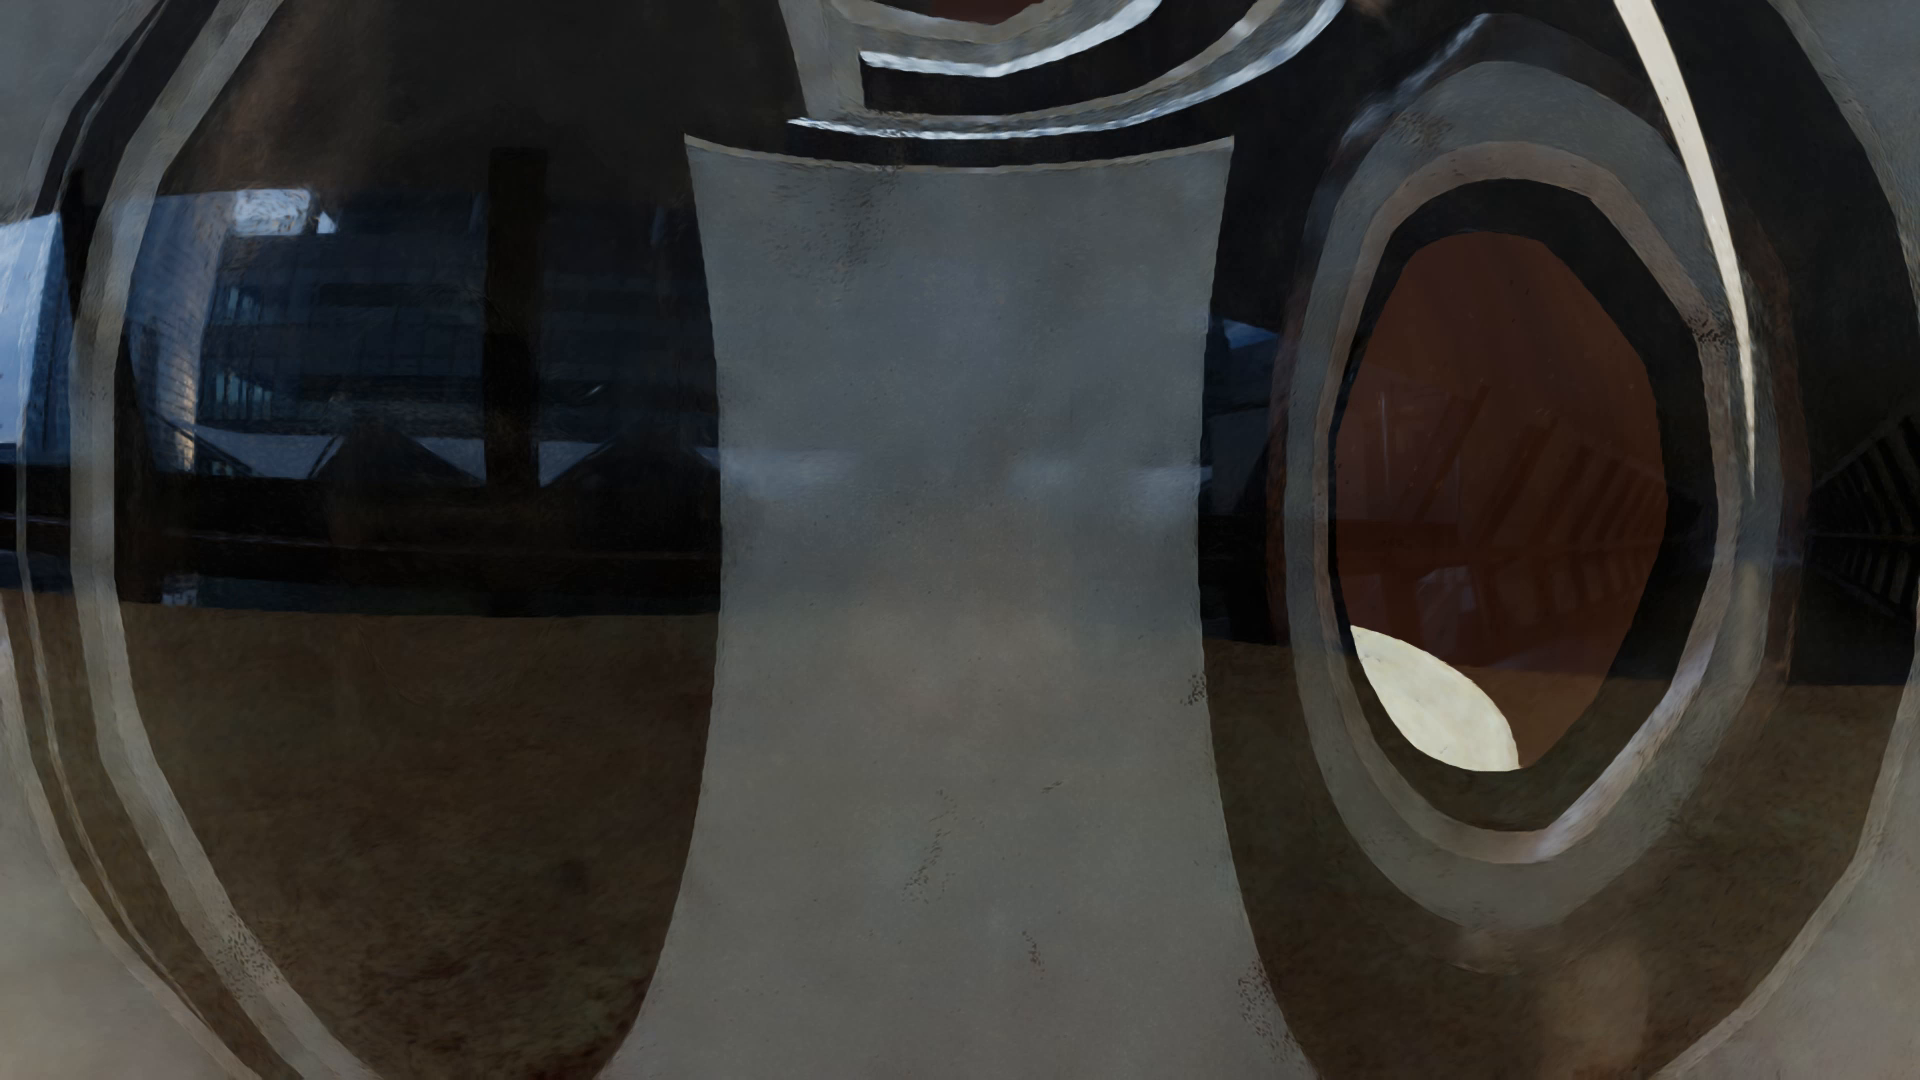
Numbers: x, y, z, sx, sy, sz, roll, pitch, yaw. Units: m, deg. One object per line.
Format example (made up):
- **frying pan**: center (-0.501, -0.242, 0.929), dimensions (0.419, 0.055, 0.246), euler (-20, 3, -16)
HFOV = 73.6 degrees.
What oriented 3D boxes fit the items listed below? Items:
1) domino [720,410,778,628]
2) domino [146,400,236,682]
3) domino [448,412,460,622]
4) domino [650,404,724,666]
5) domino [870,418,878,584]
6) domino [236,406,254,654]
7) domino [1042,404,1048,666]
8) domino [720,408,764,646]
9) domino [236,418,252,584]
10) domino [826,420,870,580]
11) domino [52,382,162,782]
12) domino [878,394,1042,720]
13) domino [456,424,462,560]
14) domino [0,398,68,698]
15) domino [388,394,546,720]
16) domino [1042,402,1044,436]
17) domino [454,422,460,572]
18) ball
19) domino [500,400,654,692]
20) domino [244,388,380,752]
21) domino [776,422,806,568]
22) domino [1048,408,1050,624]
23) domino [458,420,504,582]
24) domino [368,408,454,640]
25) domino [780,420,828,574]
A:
- **domino**: center (-0.056, -0.005, 0.300), dimensions (0.025, 0.050, 0.009), euler (0, 4, -6)
- **domino**: center (-0.146, 0.000, 0.239), dimensions (0.025, 0.050, 0.009), euler (4, 6, 41)
- **domino**: center (-0.134, -0.005, 0.306), dimensions (0.025, 0.050, 0.010), euler (-2, 5, -24)
- **domino**: center (-0.060, -0.001, 0.251), dimensions (0.025, 0.050, 0.009), euler (1, 4, 14)
- **domino**: center (-0.014, -0.012, 0.392), dimensions (0.025, 0.050, 0.009), euler (-3, 5, -35)
- **domino**: center (-0.132, -0.002, 0.259), dimensions (0.025, 0.050, 0.009), euler (2, 5, 25)
- **domino**: center (0.004, -0.001, 0.250), dimensions (0.025, 0.050, 0.009), euler (0, 4, 6)
- **domino**: center (-0.056, -0.003, 0.275), dimensions (0.025, 0.050, 0.009), euler (0, 4, 6)
- **domino**: center (-0.219, -0.013, 0.402), dimensions (0.009, 0.050, 0.025), euler (-2, 5, -24)
- **domino**: center (-0.030, -0.013, 0.411), dimensions (0.025, 0.050, 0.009), euler (-4, 6, -42)
- **domino**: center (-0.114, 0.005, 0.173), dimensions (0.009, 0.050, 0.025), euler (-3, 5, -33)
- **domino**: center (0.000, 0.002, 0.201), dimensions (0.025, 0.050, 0.010), euler (0, 4, 0)
- **domino**: center (-0.180, -0.018, 0.480), dimensions (0.009, 0.050, 0.025), euler (0, 4, -3)
- **domino**: center (-0.165, 0.001, 0.224), dimensions (0.009, 0.050, 0.025), euler (-2, 5, -23)
- **domino**: center (-0.079, 0.002, 0.206), dimensions (0.025, 0.050, 0.009), euler (3, 5, 33)
- **domino**: center (0.002, 0.001, 0.225), dimensions (0.025, 0.050, 0.010), euler (0, 4, 6)
- **domino**: center (-0.171, -0.013, 0.409), dimensions (0.010, 0.050, 0.025), euler (0, 4, 4)
- **ball**: center (0.000, -0.002, 0.056), dimensions (0.080, 0.080, 0.080), euler (0, 4, 0)
- **domino**: center (-0.068, 0.000, 0.228), dimensions (0.025, 0.050, 0.009), euler (2, 5, 23)
- **domino**: center (-0.095, 0.003, 0.188), dimensions (0.009, 0.050, 0.025), euler (-4, 6, -43)
- **domino**: center (-0.066, -0.016, 0.444), dimensions (0.010, 0.050, 0.025), euler (3, 5, 36)
- **domino**: center (0.007, -0.003, 0.274), dimensions (0.025, 0.050, 0.010), euler (0, 4, 4)
- **domino**: center (-0.146, -0.013, 0.405), dimensions (0.010, 0.050, 0.025), euler (1, 4, 13)
- **domino**: center (-0.127, -0.004, 0.283), dimensions (0.025, 0.050, 0.009), euler (0, 4, -4)
- **domino**: center (-0.047, -0.015, 0.429), dimensions (0.010, 0.050, 0.025), euler (4, 6, 42)
